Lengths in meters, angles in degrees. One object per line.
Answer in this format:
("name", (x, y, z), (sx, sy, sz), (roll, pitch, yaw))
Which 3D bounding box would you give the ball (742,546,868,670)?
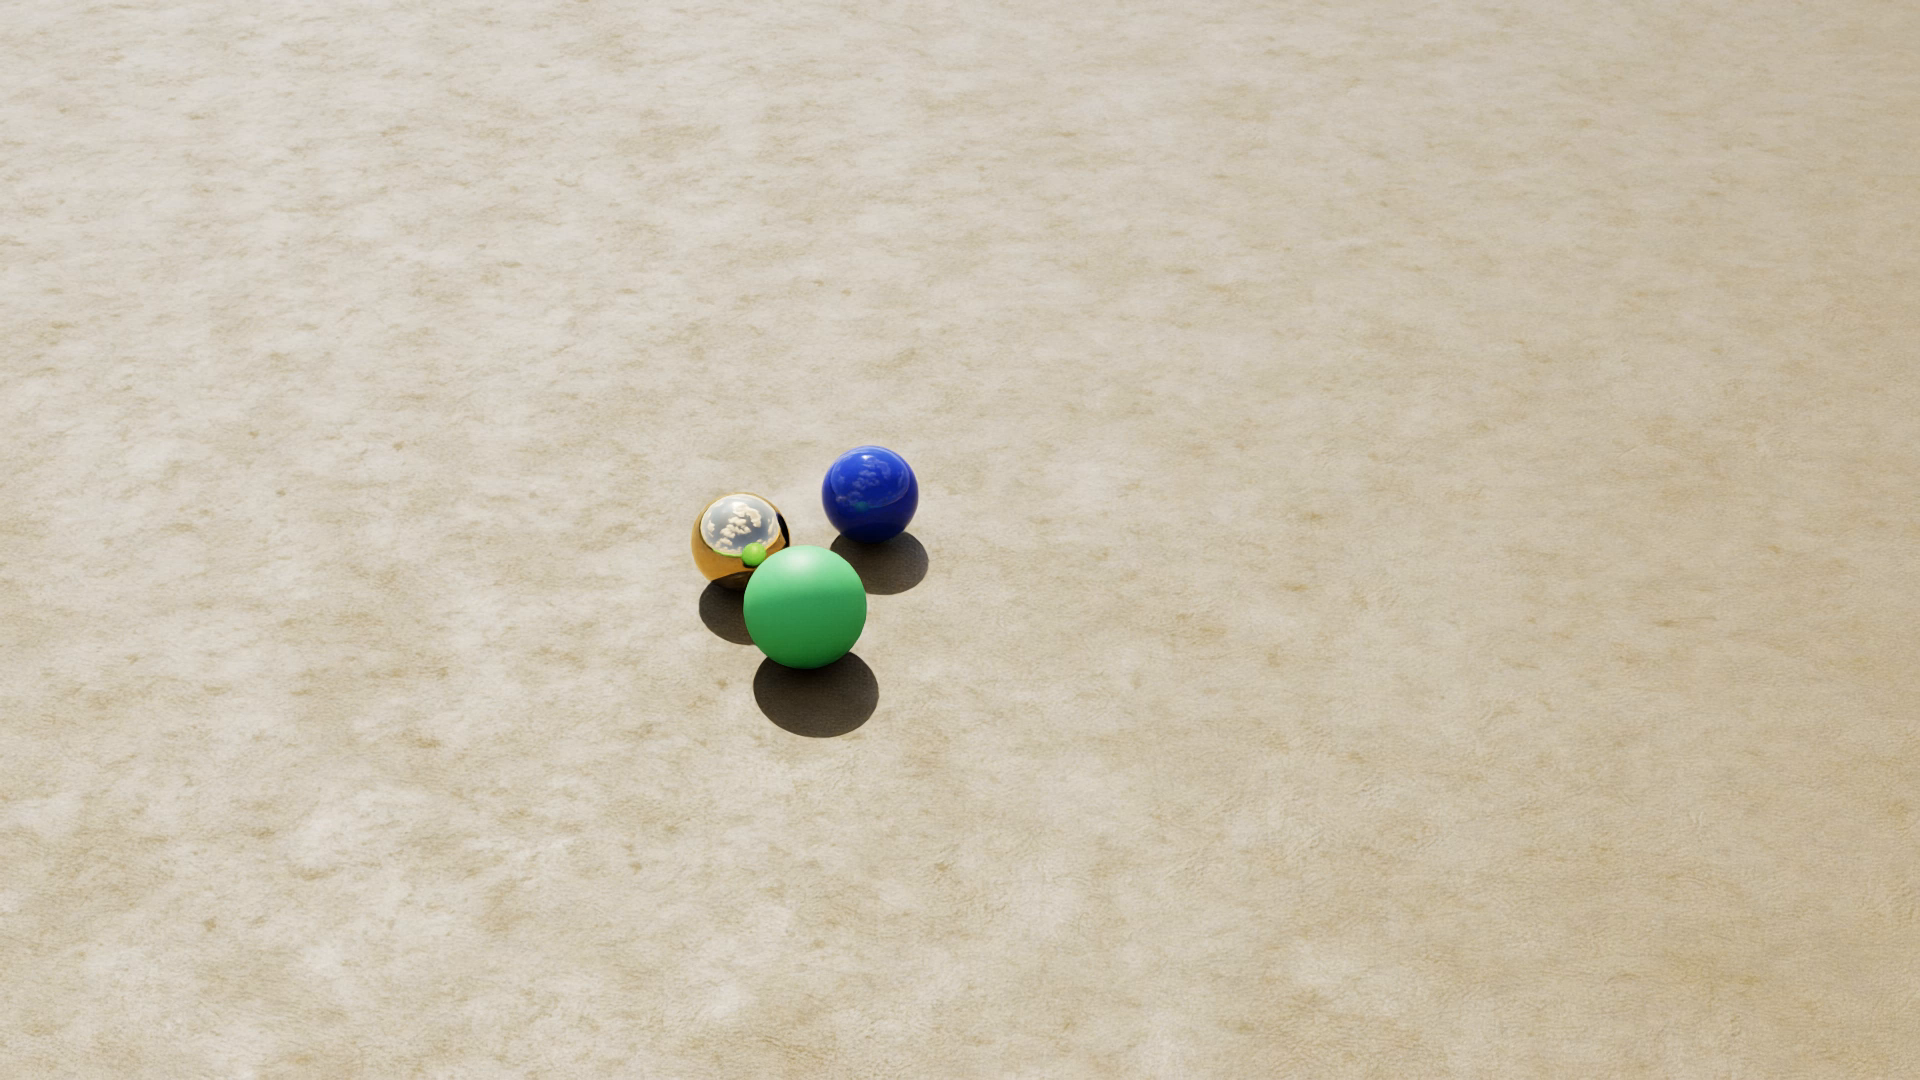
("ball", (-0.077, 0.033, 1.461), (0.062, 0.062, 0.062), (0, 33, 0))

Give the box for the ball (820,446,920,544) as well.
("ball", (-0.048, -0.024, 1.560), (0.052, 0.052, 0.052), (0, 33, 0))

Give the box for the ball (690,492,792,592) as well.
("ball", (-0.113, 0.001, 1.521), (0.052, 0.052, 0.052), (0, 33, 0))
